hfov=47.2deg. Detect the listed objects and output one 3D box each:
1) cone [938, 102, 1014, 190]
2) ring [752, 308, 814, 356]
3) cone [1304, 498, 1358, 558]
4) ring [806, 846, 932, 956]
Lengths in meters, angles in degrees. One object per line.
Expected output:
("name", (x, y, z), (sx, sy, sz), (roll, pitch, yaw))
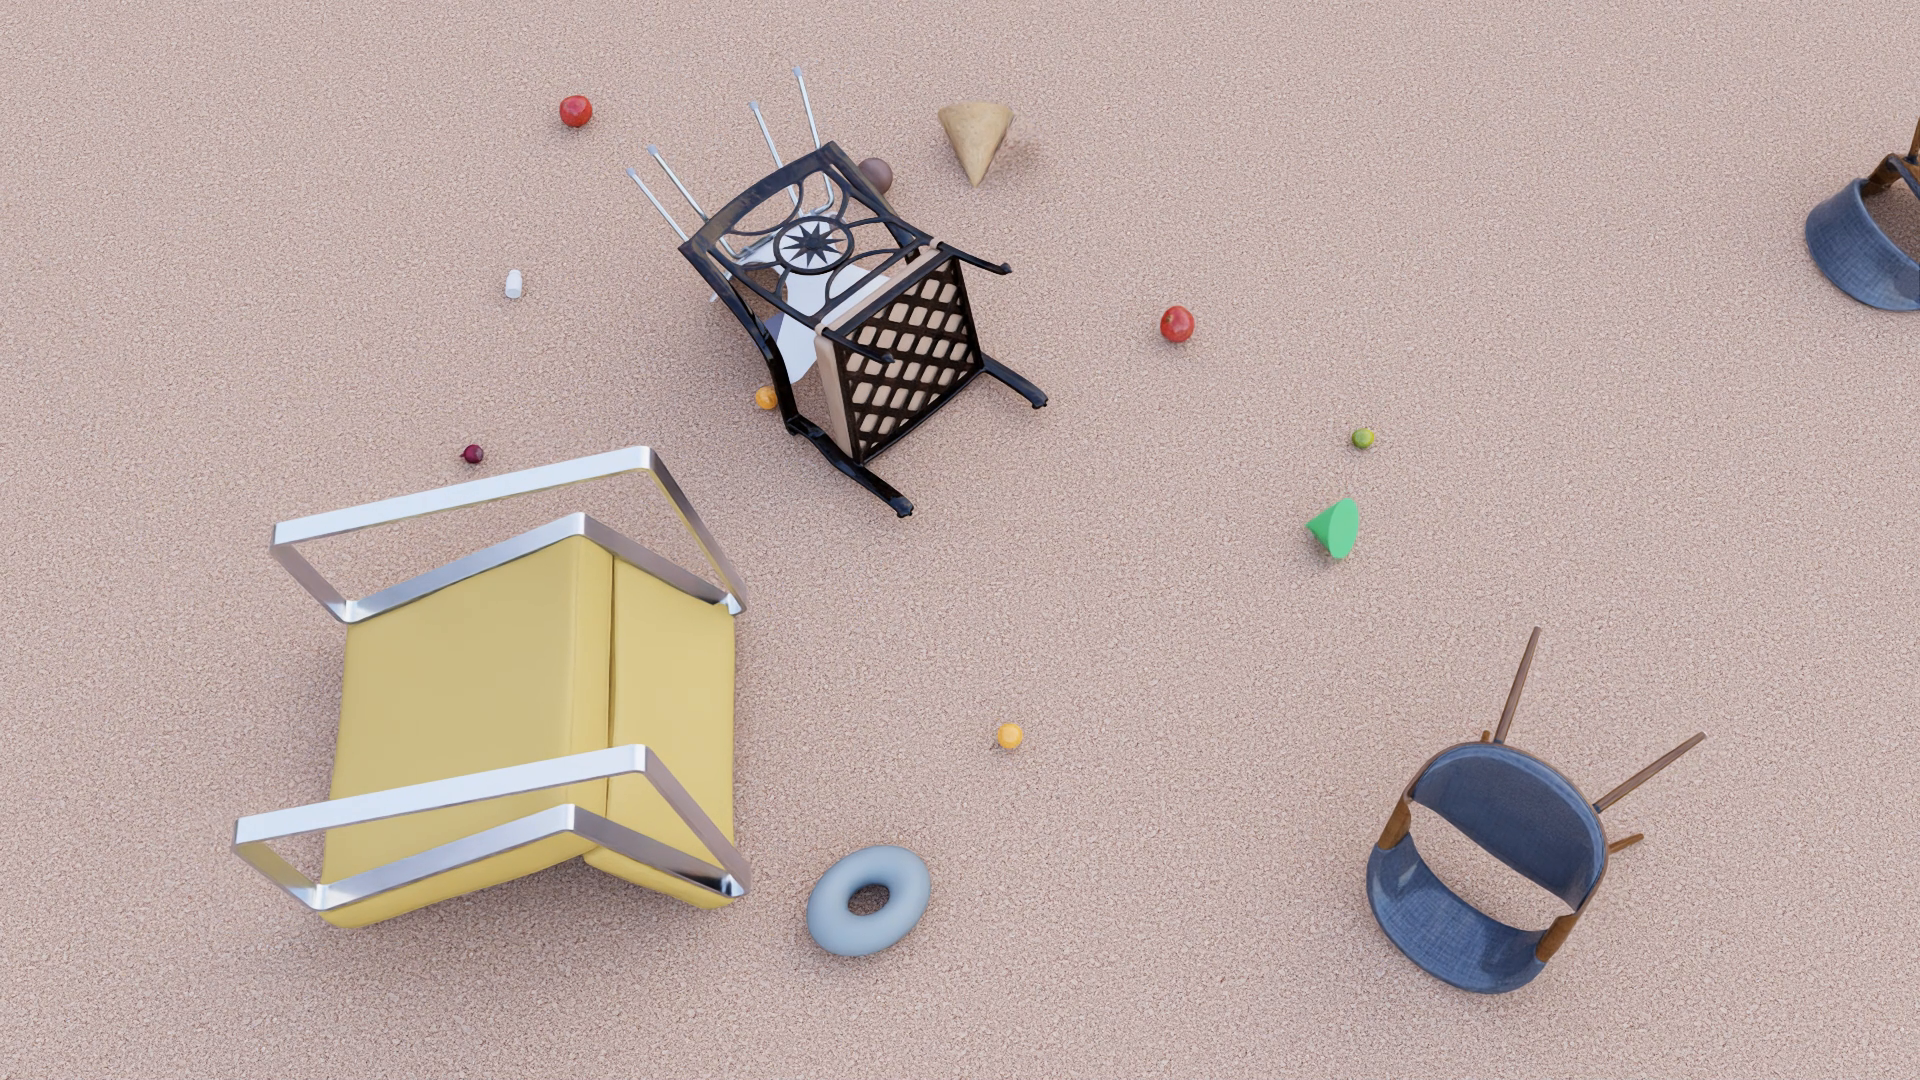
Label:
("cone", (0.053, -1.301, 7.382), (0.256, 0.234, 0.263), (2, 80, -6))
("ring", (-0.556, -0.658, 6.949), (0.223, 0.115, 0.095), (-32, 73, -31))
("cone", (1.085, -0.039, 6.559), (0.136, 0.156, 0.187), (6, 66, 41))
("ring", (-0.243, 0.959, 5.859), (0.362, 0.120, 0.275), (-33, 61, -19))
